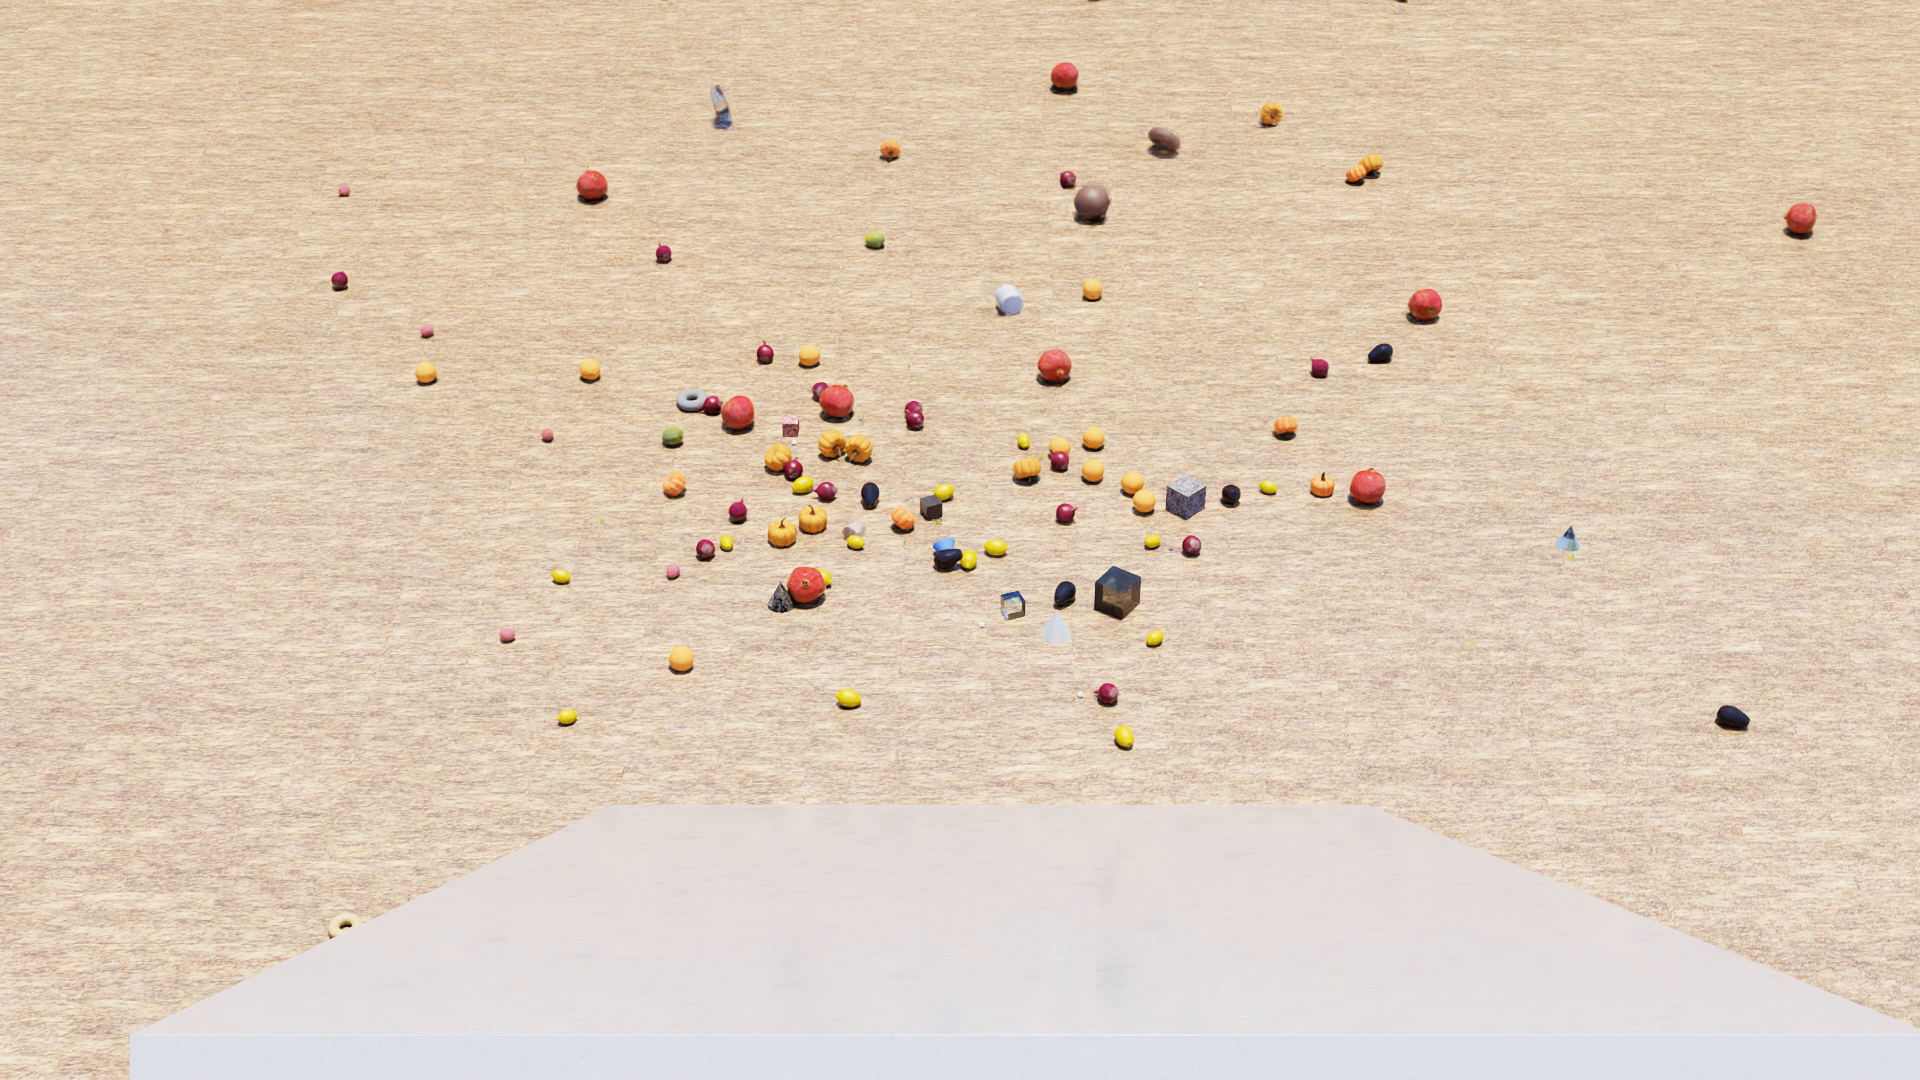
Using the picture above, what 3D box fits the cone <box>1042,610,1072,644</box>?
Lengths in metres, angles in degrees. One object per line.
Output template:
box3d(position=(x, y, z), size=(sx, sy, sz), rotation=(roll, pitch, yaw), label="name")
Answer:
box3d(position=(0.281, 0.238, 7.574), size=(0.089, 0.089, 0.089), rotation=(0, 36, 0), label="cone")

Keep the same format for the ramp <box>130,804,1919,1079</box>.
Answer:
box3d(position=(0.079, 0.675, 4.879), size=(2.000, 0.100, 4.000), rotation=(0, -2, 0), label="ramp")

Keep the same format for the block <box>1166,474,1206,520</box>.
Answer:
box3d(position=(0.703, -0.133, 8.087), size=(0.087, 0.087, 0.087), rotation=(30, 46, 35), label="block")

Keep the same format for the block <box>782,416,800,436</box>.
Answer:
box3d(position=(-0.550, -0.370, 8.444), size=(0.050, 0.050, 0.050), rotation=(1, 36, 2), label="block")

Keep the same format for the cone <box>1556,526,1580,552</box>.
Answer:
box3d(position=(1.861, -0.014, 7.935), size=(0.073, 0.073, 0.073), rotation=(0, 36, 0), label="cone")

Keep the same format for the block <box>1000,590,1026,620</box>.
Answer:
box3d(position=(0.156, 0.193, 7.664), size=(0.056, 0.056, 0.056), rotation=(-13, 38, -17), label="block")

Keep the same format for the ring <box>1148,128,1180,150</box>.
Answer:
box3d(position=(0.786, -1.544, 10.009), size=(0.134, 0.134, 0.045), rotation=(23, 82, 28), label="ring")

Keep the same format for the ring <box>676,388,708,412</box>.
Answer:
box3d(position=(-0.884, -0.462, 8.584), size=(0.106, 0.035, 0.106), rotation=(-1, 37, 1), label="ring")

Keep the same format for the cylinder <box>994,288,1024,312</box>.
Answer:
box3d(position=(0.171, -0.837, 9.064), size=(0.078, 0.078, 0.078), rotation=(-17, 21, -21), label="cylinder")

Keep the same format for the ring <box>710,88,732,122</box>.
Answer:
box3d(position=(-0.939, -1.709, 10.215), size=(0.048, 0.144, 0.144), rotation=(-21, 37, 2), label="ring")

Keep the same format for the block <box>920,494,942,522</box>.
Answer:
box3d(position=(-0.089, -0.100, 8.070), size=(0.054, 0.054, 0.054), rotation=(-15, 39, -20), label="block")

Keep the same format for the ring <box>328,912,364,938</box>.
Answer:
box3d(position=(-1.560, 0.983, 6.600), size=(0.089, 0.030, 0.089), rotation=(1, 37, -1), label="ring")

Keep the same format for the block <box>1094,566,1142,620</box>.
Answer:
box3d(position=(0.466, 0.156, 7.679), size=(0.099, 0.099, 0.099), rotation=(22, 41, 27), label="block")

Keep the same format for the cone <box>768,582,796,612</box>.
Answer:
box3d(position=(-0.530, 0.157, 7.690), size=(0.084, 0.084, 0.084), rotation=(0, 36, 0), label="cone")

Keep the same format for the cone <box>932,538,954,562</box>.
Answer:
box3d(position=(-0.039, 0.042, 7.893), size=(0.071, 0.071, 0.071), rotation=(-12, 64, -15), label="cone")
